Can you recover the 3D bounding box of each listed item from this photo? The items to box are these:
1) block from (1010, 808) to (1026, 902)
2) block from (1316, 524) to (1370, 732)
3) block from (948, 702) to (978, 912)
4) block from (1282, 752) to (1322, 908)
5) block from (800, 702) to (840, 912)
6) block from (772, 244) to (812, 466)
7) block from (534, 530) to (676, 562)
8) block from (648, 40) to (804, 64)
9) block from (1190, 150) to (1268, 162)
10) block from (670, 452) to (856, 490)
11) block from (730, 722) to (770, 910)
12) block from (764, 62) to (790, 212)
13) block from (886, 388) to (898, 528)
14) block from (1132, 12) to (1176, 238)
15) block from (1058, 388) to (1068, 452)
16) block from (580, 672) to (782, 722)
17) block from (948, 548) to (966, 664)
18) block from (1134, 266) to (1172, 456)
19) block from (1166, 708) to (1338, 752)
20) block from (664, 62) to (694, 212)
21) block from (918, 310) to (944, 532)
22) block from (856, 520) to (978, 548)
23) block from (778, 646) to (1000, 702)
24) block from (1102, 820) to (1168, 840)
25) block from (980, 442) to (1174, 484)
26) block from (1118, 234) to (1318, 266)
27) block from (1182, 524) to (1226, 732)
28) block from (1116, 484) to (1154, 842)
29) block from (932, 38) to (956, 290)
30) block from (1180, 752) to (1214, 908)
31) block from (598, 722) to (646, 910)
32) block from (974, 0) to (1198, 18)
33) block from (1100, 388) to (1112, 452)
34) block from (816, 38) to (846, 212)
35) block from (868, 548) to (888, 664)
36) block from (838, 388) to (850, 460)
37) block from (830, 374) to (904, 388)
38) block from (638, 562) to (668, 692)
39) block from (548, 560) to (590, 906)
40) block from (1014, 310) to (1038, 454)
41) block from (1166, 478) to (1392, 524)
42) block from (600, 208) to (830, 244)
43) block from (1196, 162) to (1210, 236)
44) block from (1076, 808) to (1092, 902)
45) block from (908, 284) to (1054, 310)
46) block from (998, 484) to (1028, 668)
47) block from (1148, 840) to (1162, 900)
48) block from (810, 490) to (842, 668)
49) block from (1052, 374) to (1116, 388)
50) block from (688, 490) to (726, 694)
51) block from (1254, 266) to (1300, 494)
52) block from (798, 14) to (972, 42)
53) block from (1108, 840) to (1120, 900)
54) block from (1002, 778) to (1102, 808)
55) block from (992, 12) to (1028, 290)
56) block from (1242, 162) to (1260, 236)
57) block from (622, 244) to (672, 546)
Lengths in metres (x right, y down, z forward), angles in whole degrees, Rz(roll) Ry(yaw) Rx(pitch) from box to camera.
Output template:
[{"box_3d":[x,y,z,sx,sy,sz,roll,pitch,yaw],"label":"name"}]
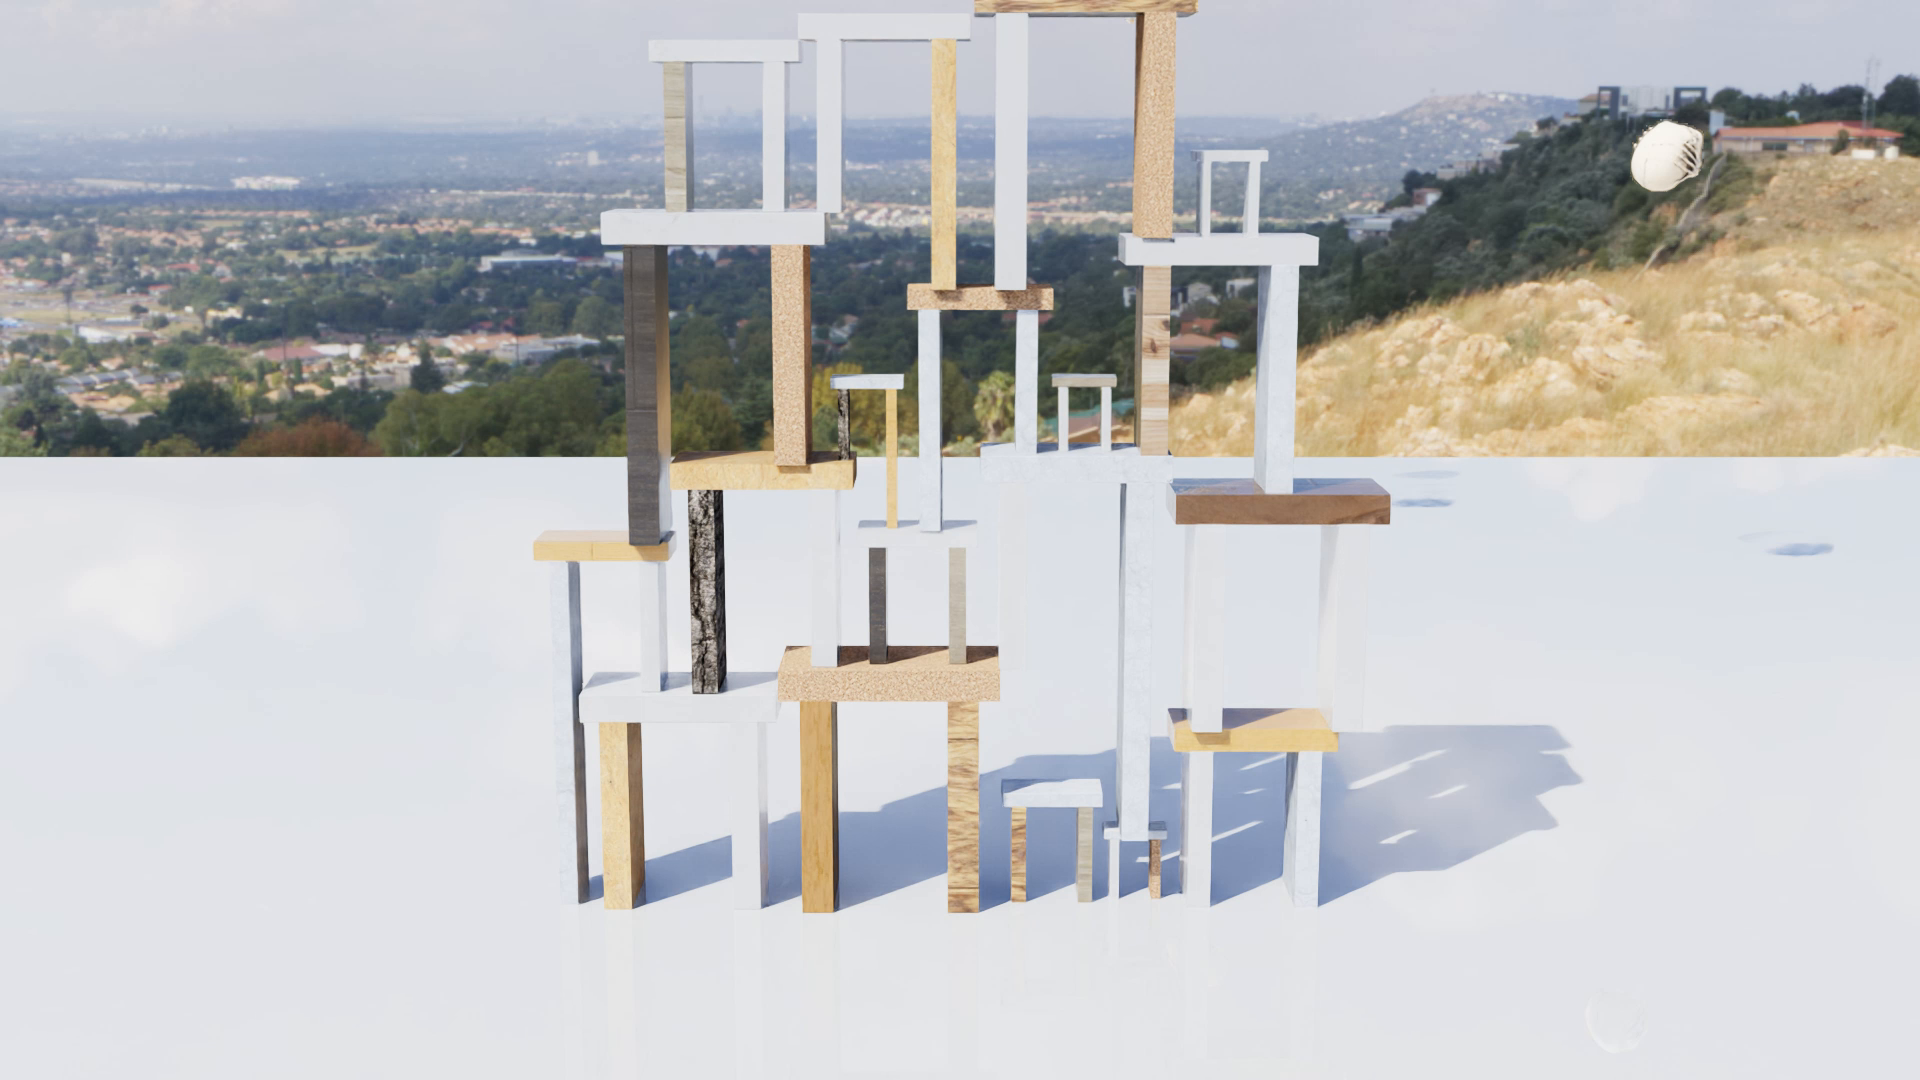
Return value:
[{"box_3d":[0.097,0.510,3.652,0.023,0.164,0.082,0,11,0],"label":"block"},{"box_3d":[0.622,0.127,3.582,0.048,0.338,0.169,0,11,0],"label":"block"},{"box_3d":[0.005,0.416,3.633,0.050,0.355,0.177,0,11,0],"label":"block"},{"box_3d":[0.567,0.460,3.645,0.037,0.265,0.132,0,11,0],"label":"block"},{"box_3d":[-0.231,0.416,3.633,0.050,0.355,0.177,0,11,0],"label":"block"},{"box_3d":[-0.267,-0.302,3.508,0.049,0.344,0.172,0,11,0],"label":"block"},{"box_3d":[-0.573,0.009,3.558,0.215,0.030,0.108,0,11,0],"label":"block"},{"box_3d":[-0.361,-0.757,3.412,0.228,0.032,0.114,0,11,0],"label":"block"},{"box_3d":[0.422,-0.603,3.451,0.115,0.016,0.058,0,11,0],"label":"block"},{"box_3d":[-0.314,-0.113,3.541,0.289,0.041,0.144,0,11,0],"label":"block"},{"box_3d":[-0.348,0.434,3.642,0.045,0.316,0.158,0,11,0],"label":"block"},{"box_3d":[-0.287,-0.630,3.439,0.032,0.228,0.114,1,11,0],"label":"block"},{"box_3d":[-0.109,-0.134,3.531,0.016,0.225,0.058,0,11,0],"label":"block"},{"box_3d":[0.303,-0.648,3.441,0.048,0.338,0.169,0,11,0],"label":"block"},{"box_3d":[0.165,-0.197,3.523,0.015,0.103,0.051,0,12,1],"label":"block"},{"box_3d":[-0.453,0.257,3.609,0.316,0.045,0.158,0,11,0],"label":"block"},{"box_3d":[-0.004,0.097,3.576,0.027,0.193,0.096,0,11,0],"label":"block"},{"box_3d":[0.305,-0.293,3.502,0.042,0.298,0.149,0,11,0],"label":"block"},{"box_3d":[0.479,0.311,3.617,0.265,0.037,0.132,0,11,0],"label":"block"},{"box_3d":[-0.439,-0.629,3.436,0.032,0.228,0.114,0,11,-1],"label":"block"},{"box_3d":[-0.046,-0.198,3.523,0.032,0.352,0.114,0,11,2],"label":"block"},{"box_3d":[-0.068,-0.011,3.556,0.193,0.027,0.096,0,11,0],"label":"block"},{"box_3d":[-0.113,0.217,3.596,0.355,0.050,0.177,0,11,0],"label":"block"},{"box_3d":[0.289,0.481,3.648,0.103,0.015,0.052,0,11,0],"label":"block"},{"box_3d":[0.184,-0.124,3.531,0.301,0.043,0.151,0,11,0],"label":"block"},{"box_3d":[0.405,-0.460,3.472,0.298,0.042,0.149,0,11,0],"label":"block"},{"box_3d":[0.396,0.127,3.582,0.048,0.338,0.169,0,11,0],"label":"block"},{"box_3d":[0.284,0.186,3.589,0.043,0.588,0.151,0,11,0],"label":"block"},{"box_3d":[-0.026,-0.588,3.441,0.037,0.380,0.131,0,11,-1],"label":"block"},{"box_3d":[0.391,0.460,3.645,0.037,0.265,0.132,0,11,0],"label":"block"},{"box_3d":[-0.559,0.434,3.642,0.045,0.316,0.158,0,11,0],"label":"block"},{"box_3d":[0.191,-0.838,3.405,0.338,0.048,0.169,0,11,0],"label":"block"},{"box_3d":[0.233,-0.197,3.522,0.015,0.103,0.051,0,12,1],"label":"block"},{"box_3d":[-0.201,-0.646,3.437,0.037,0.262,0.131,1,10,0],"label":"block"},{"box_3d":[-0.132,0.097,3.576,0.027,0.193,0.096,0,11,0],"label":"block"},{"box_3d":[-0.186,-0.189,3.522,0.016,0.115,0.058,0,11,0],"label":"block"},{"box_3d":[-0.147,-0.253,3.510,0.115,0.016,0.058,0,11,1],"label":"block"},{"box_3d":[-0.499,0.130,3.580,0.030,0.215,0.108,0,11,-1],"label":"block"},{"box_3d":[-0.642,0.307,3.614,0.030,0.576,0.108,0,11,0],"label":"block"},{"box_3d":[0.106,-0.259,3.514,0.032,0.228,0.114,0,11,0],"label":"block"},{"box_3d":[0.509,-0.063,3.547,0.338,0.048,0.169,0,11,0],"label":"block"},{"box_3d":[-0.381,-0.495,3.472,0.344,0.049,0.172,0,11,0],"label":"block"},{"box_3d":[0.383,-0.538,3.463,0.016,0.115,0.058,0,11,0],"label":"block"},{"box_3d":[0.206,0.510,3.652,0.023,0.164,0.082,0,11,0],"label":"block"},{"box_3d":[0.031,-0.386,3.489,0.228,0.032,0.114,0,11,-1],"label":"block"},{"box_3d":[0.084,0.044,3.564,0.043,0.302,0.151,0,10,0],"label":"block"},{"box_3d":[0.324,0.539,3.659,0.015,0.103,0.052,0,10,0],"label":"block"},{"box_3d":[-0.218,0.049,3.571,0.041,0.289,0.144,0,11,0],"label":"block"},{"box_3d":[0.198,-0.255,3.510,0.103,0.015,0.051,0,12,2],"label":"block"},{"box_3d":[-0.410,0.071,3.576,0.041,0.333,0.144,0,11,0],"label":"block"},{"box_3d":[0.504,-0.263,3.510,0.042,0.359,0.149,0,11,0],"label":"block"},{"box_3d":[-0.113,-0.793,3.406,0.262,0.037,0.131,0,11,2],"label":"block"},{"box_3d":[0.255,0.539,3.659,0.015,0.103,0.052,0,11,0],"label":"block"},{"box_3d":[0.151,0.418,3.635,0.164,0.023,0.082,0,11,0],"label":"block"},{"box_3d":[0.078,-0.609,3.451,0.048,0.419,0.169,0,11,0],"label":"block"},{"box_3d":[0.459,-0.538,3.463,0.016,0.115,0.058,0,11,0],"label":"block"},{"box_3d":[-0.499,-0.239,3.520,0.049,0.472,0.172,0,11,-1],"label":"block"}]
